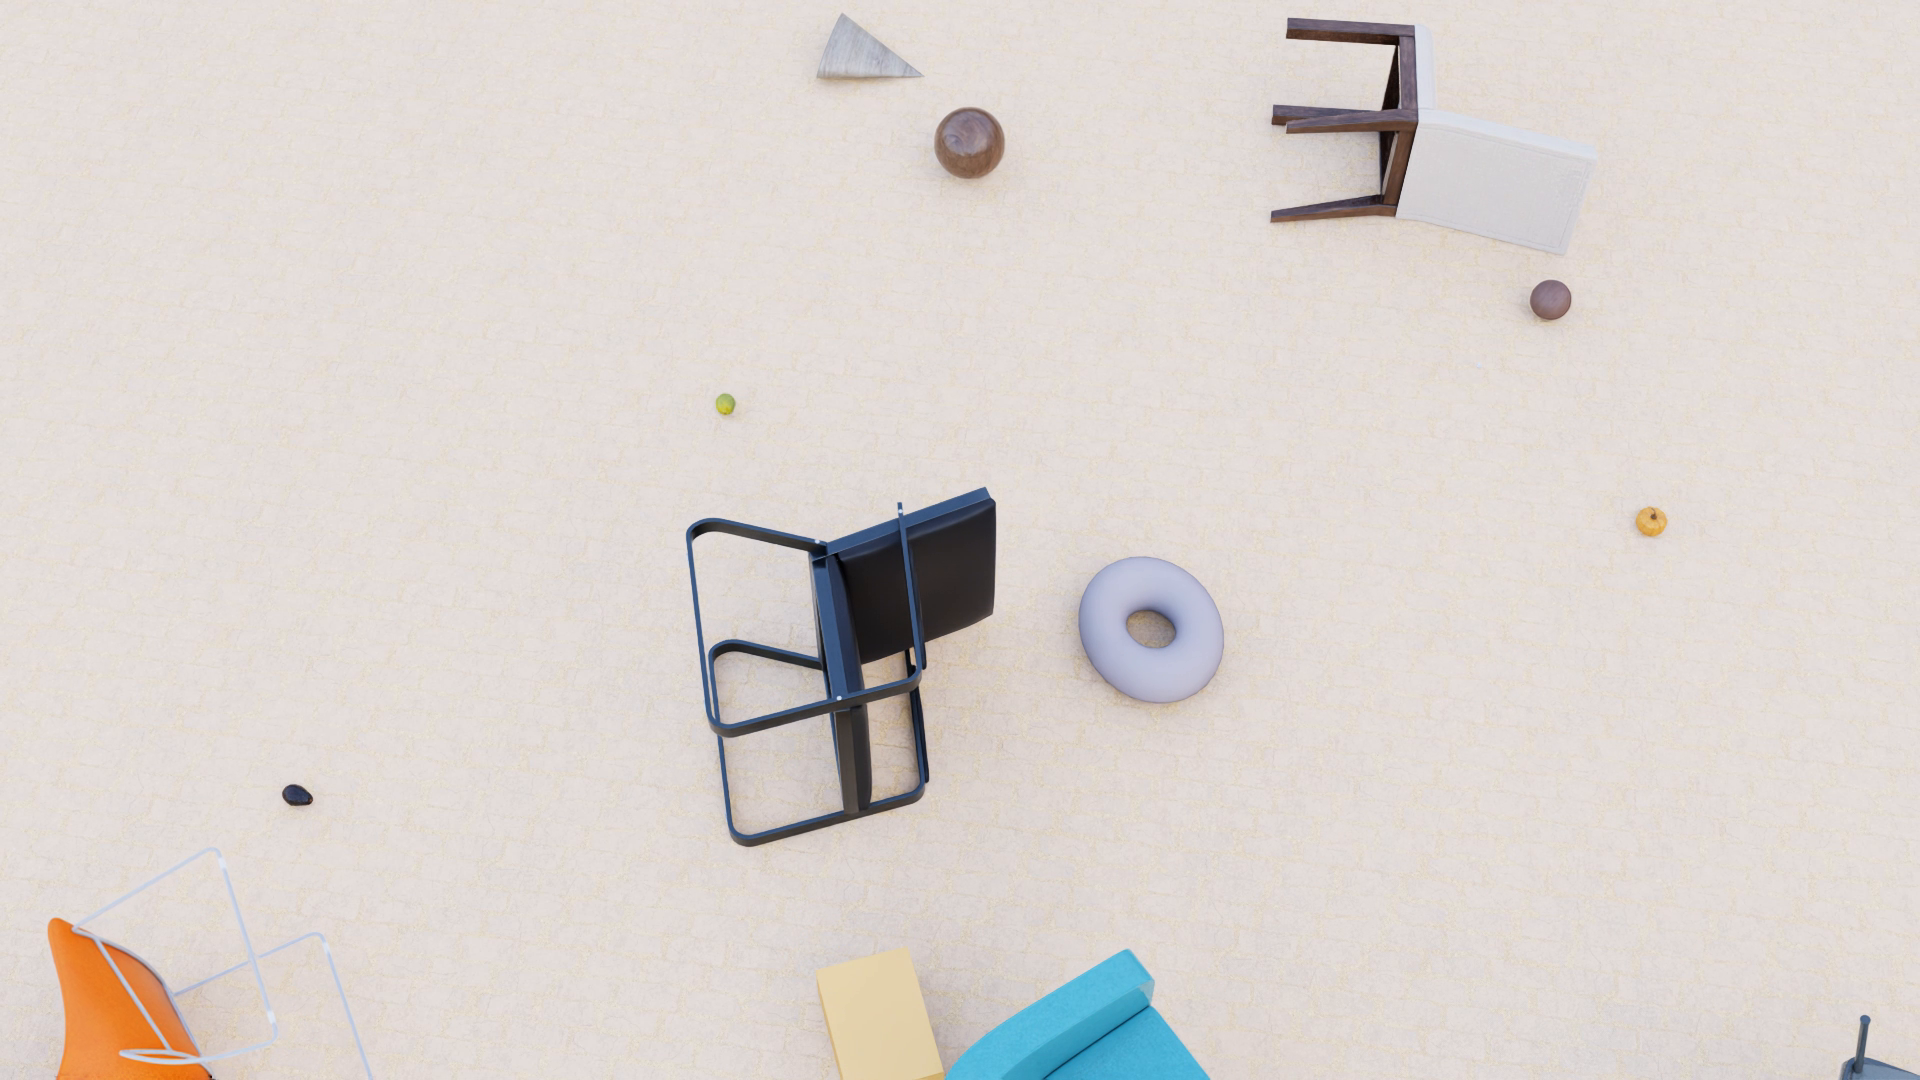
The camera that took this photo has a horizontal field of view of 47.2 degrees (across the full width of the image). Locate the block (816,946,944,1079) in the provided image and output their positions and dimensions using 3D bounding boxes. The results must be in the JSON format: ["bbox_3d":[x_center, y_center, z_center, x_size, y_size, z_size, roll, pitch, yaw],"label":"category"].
[{"bbox_3d":[-0.206,1.260,5.630,0.245,0.164,0.350,-13,57,-9],"label":"block"}]

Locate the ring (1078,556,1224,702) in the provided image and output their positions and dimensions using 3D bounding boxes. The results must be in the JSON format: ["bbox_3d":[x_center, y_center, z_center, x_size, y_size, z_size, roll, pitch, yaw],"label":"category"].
[{"bbox_3d":[0.548,0.255,6.307,0.404,0.163,0.478,-19,58,-11],"label":"ring"}]

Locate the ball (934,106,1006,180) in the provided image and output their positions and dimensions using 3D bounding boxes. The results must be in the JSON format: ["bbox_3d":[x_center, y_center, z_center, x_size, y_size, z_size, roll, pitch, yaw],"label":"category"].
[{"bbox_3d":[0.032,-1.321,7.316,0.240,0.240,0.240,0,56,0],"label":"ball"}]

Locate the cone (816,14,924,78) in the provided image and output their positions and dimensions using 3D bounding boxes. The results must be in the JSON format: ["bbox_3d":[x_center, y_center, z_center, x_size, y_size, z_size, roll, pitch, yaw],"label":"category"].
[{"bbox_3d":[-0.287,-1.667,7.654,0.351,0.131,0.315,18,56,-1],"label":"cone"}]
